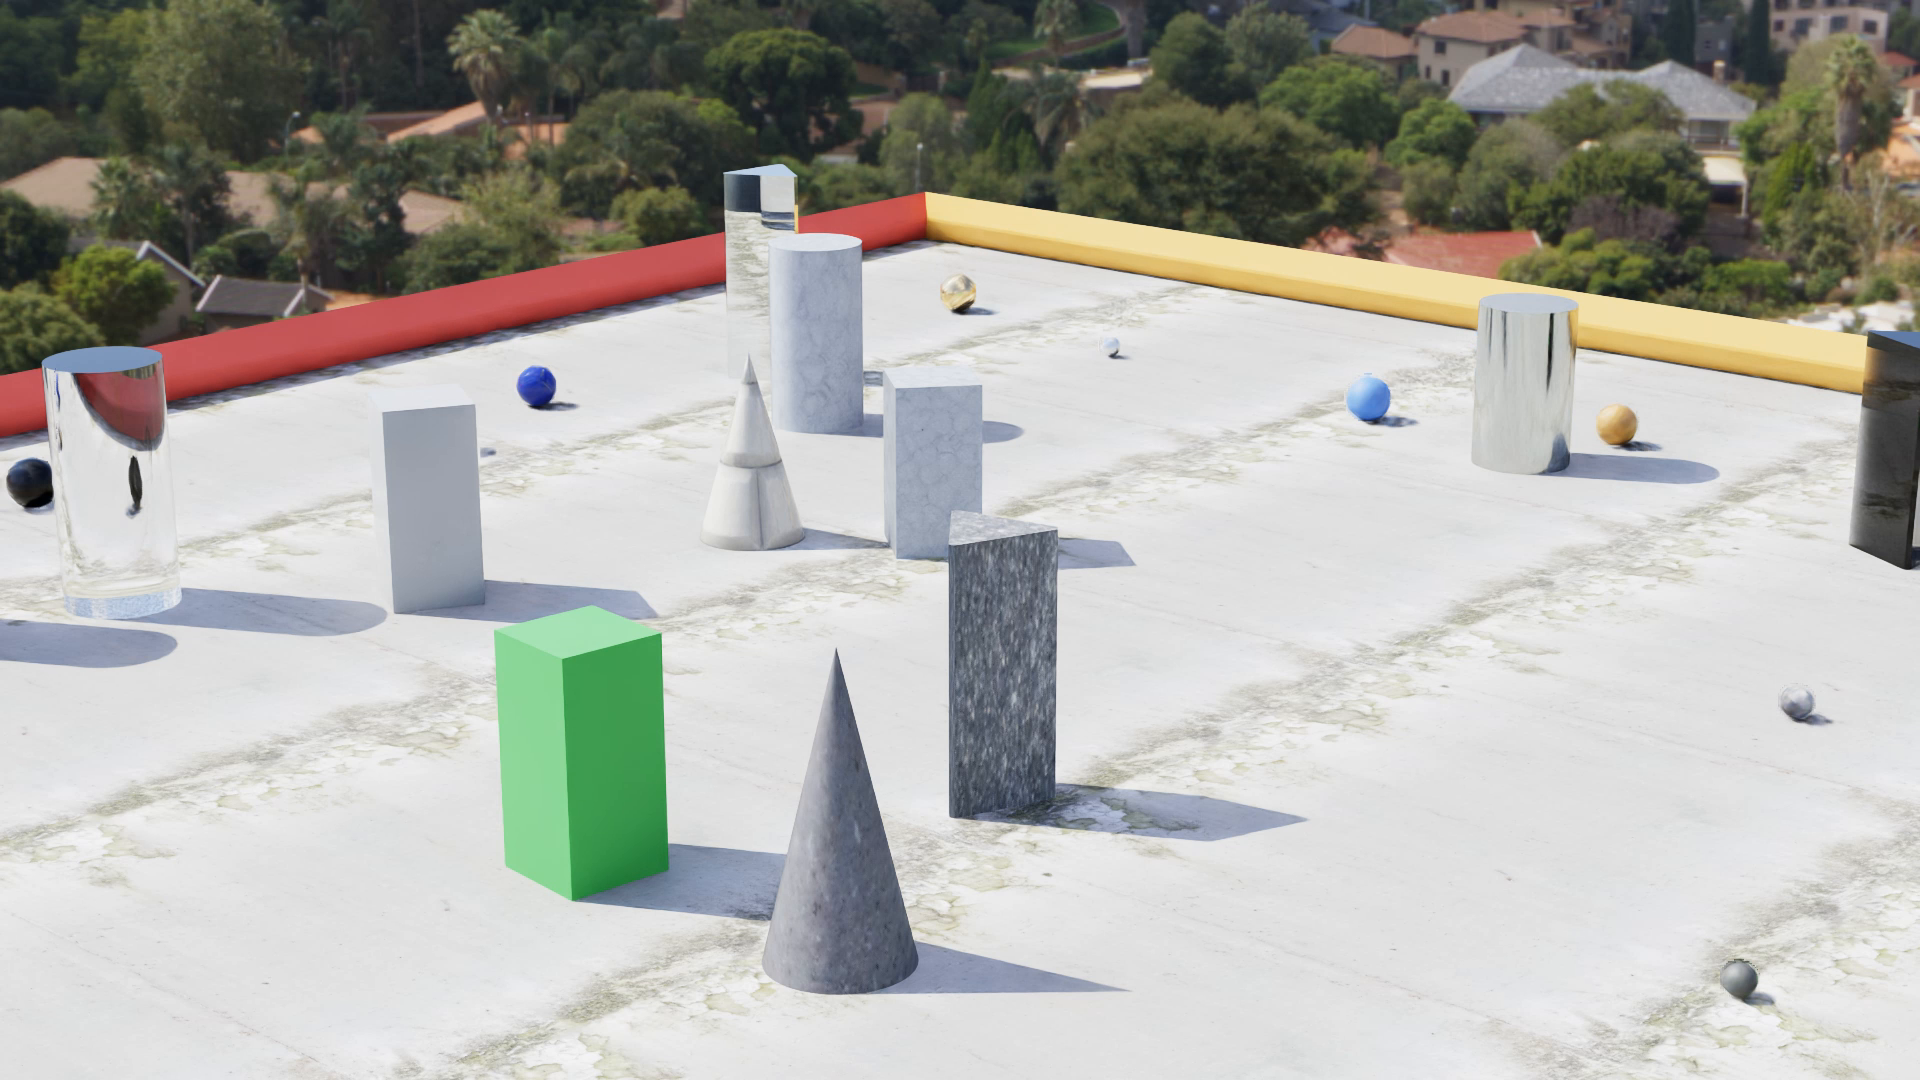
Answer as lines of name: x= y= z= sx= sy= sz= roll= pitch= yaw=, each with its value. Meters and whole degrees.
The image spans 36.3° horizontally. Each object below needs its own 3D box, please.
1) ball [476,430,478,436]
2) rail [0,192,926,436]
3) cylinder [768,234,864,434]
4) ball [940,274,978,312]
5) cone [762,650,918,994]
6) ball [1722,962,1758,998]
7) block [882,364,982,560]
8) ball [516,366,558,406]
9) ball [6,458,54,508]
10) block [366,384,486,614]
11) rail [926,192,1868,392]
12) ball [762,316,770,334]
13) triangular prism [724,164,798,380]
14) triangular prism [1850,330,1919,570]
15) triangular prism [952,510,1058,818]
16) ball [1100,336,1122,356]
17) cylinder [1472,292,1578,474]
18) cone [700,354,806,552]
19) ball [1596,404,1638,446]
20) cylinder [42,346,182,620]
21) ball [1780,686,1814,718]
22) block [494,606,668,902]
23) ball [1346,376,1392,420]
ball: x=-1.037 y=-0.222 z=6.053 sx=0.080 sy=0.080 sz=0.080 roll=0 pitch=17 yaw=0
rail: x=-1.668 y=-0.386 z=6.506 sx=0.045 sy=0.129 sz=4.844 roll=14 pitch=22 yaw=39
cylinder: x=-0.305 y=-0.441 z=6.237 sx=0.198 sy=0.392 sz=0.198 roll=0 pitch=17 yaw=0
ball: x=-0.004 y=-0.621 z=7.350 sx=0.095 sy=0.095 sz=0.095 roll=0 pitch=17 yaw=0
cone: x=-0.151 y=0.329 z=3.634 sx=0.198 sy=0.419 sz=0.198 roll=0 pitch=17 yaw=0
ball: x=0.955 y=0.539 z=3.591 sx=0.043 sy=0.043 sz=0.043 roll=0 pitch=17 yaw=0
block: x=-0.051 y=-0.145 z=5.379 sx=0.158 sy=0.320 sz=0.158 roll=-3 pitch=17 yaw=-9
ball: x=-0.927 y=-0.338 z=6.423 sx=0.089 sy=0.089 sz=0.089 roll=0 pitch=17 yaw=0
ball: x=-1.787 y=-0.110 z=5.650 sx=0.098 sy=0.098 sz=0.098 roll=0 pitch=17 yaw=0
block: x=-0.926 y=-0.074 z=5.079 sx=0.158 sy=0.357 sz=0.158 roll=-6 pitch=18 yaw=-20
rail: x=1.572 y=-0.490 z=6.854 sx=4.465 sy=0.129 sz=0.045 roll=14 pitch=22 yaw=39
ball: x=-0.449 y=-0.519 z=7.084 sx=0.053 sy=0.053 sz=0.053 roll=0 pitch=17 yaw=0
triangular prism: x=-0.426 y=-0.609 z=6.660 sx=0.171 sy=0.469 sz=0.148 roll=5 pitch=17 yaw=15
triangular prism: x=1.702 y=-0.172 z=5.323 sx=0.148 sy=0.404 sz=0.171 roll=14 pitch=22 yaw=38
triangular prism: x=0.028 y=0.170 z=4.191 sx=0.171 sy=0.404 sz=0.148 roll=-9 pitch=19 yaw=-27
ball: x=0.354 y=-0.454 z=6.878 sx=0.047 sy=0.047 sz=0.047 roll=0 pitch=17 yaw=0
cylinder: x=1.143 y=-0.318 z=5.936 sx=0.198 sy=0.330 sz=0.198 roll=0 pitch=17 yaw=0
cone: x=-0.388 y=-0.176 z=5.427 sx=0.198 sy=0.353 sz=0.198 roll=0 pitch=17 yaw=0
ball: x=1.367 y=-0.241 z=6.102 sx=0.087 sy=0.087 sz=0.087 roll=0 pitch=17 yaw=0
cylinder: x=-1.455 y=-0.100 z=5.036 sx=0.198 sy=0.431 sz=0.198 roll=0 pitch=17 yaw=0
ball: x=1.294 y=0.251 z=4.532 sx=0.051 sy=0.051 sz=0.051 roll=0 pitch=17 yaw=0
block: x=-0.506 y=0.283 z=3.928 sx=0.158 sy=0.338 sz=0.158 roll=-14 pitch=22 yaw=-40
ball: x=0.879 y=-0.304 z=6.297 sx=0.095 sy=0.095 sz=0.095 roll=0 pitch=17 yaw=0
